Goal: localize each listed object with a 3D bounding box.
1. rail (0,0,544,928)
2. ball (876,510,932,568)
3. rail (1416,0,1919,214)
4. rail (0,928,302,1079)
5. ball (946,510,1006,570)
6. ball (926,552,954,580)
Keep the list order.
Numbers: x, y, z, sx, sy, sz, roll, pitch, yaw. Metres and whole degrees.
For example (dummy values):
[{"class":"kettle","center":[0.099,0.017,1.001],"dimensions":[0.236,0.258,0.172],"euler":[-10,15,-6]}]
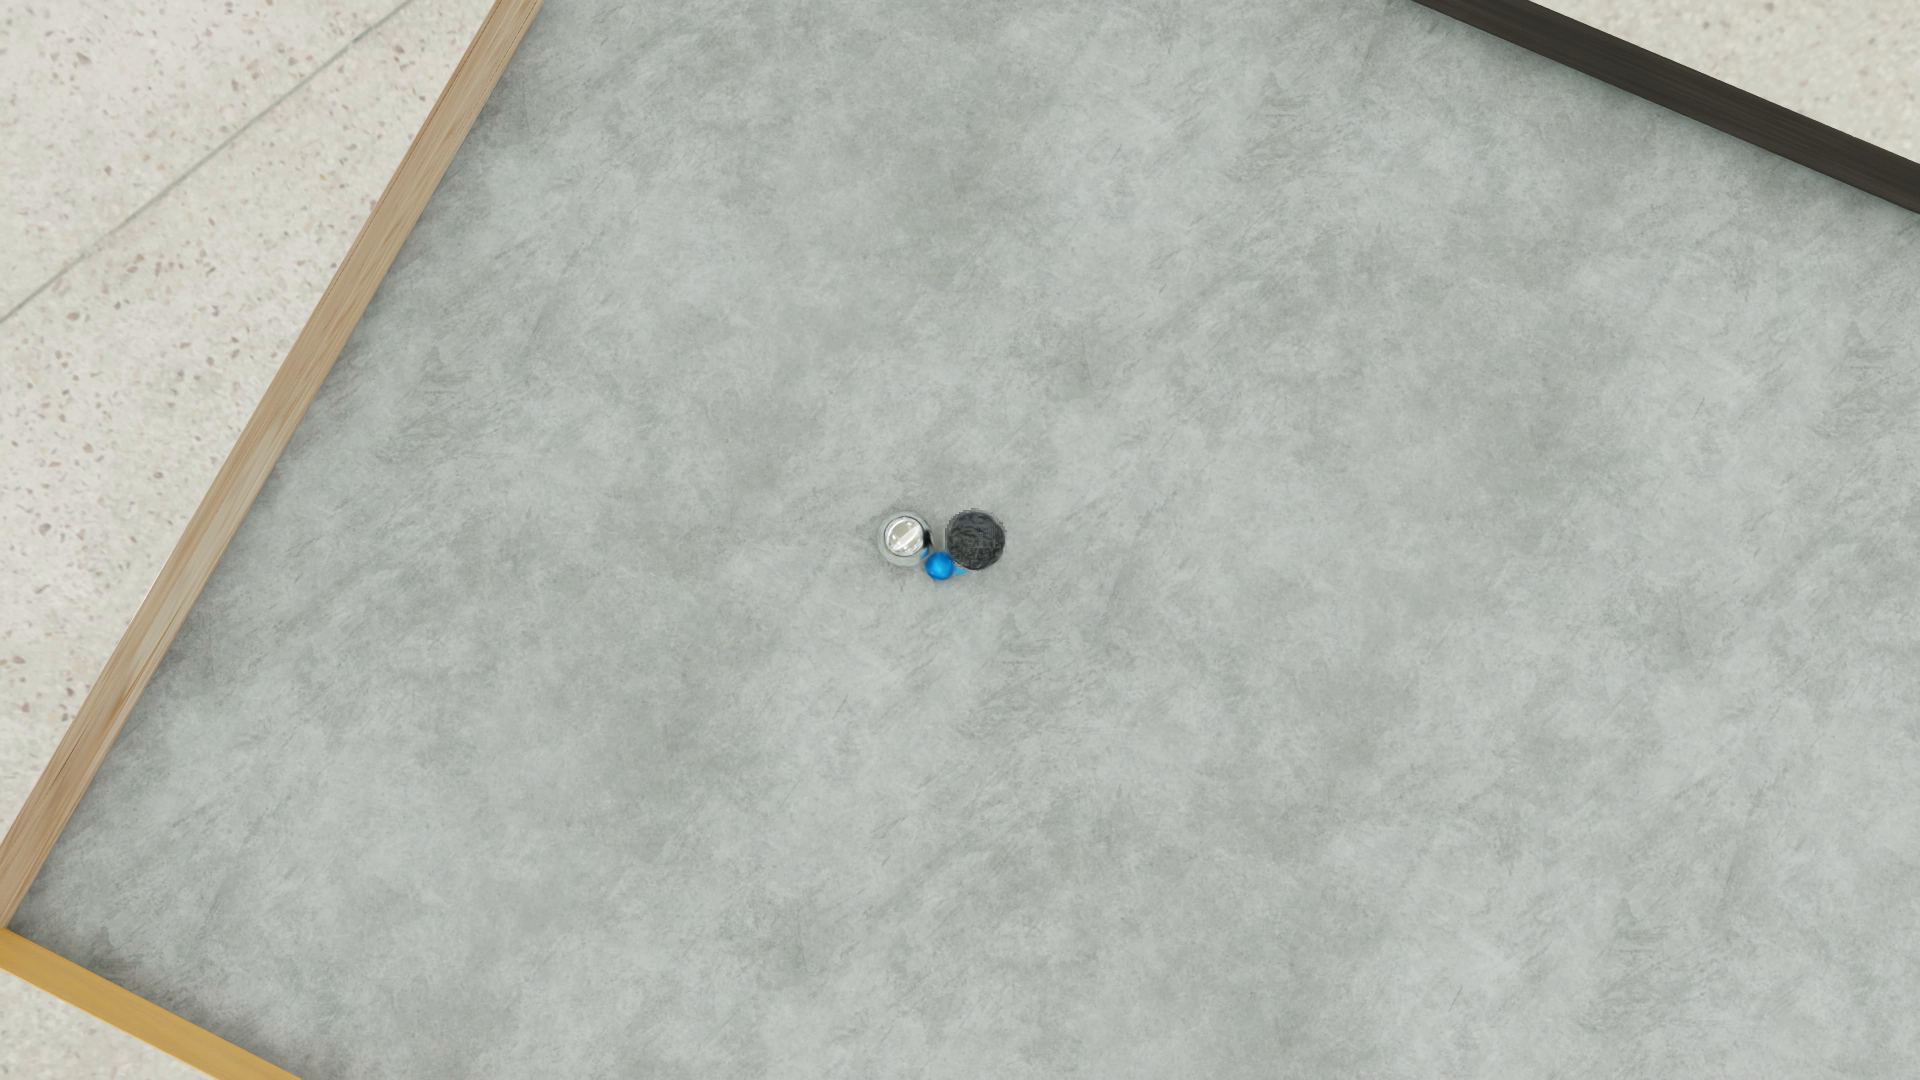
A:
[{"class":"rail","center":[-0.914,-0.429,3.431],"dimensions":[0.045,0.116,2.335],"euler":[25,77,6]},{"class":"ball","center":[-0.084,-0.001,3.336],"dimensions":[0.085,0.085,0.085],"euler":[0,75,0]},{"class":"rail","center":[1.428,-0.573,3.469],"dimensions":[4.146,0.116,0.045],"euler":[25,77,6]},{"class":"rail","center":[0.443,1.423,2.945],"dimensions":[4.146,0.116,0.045],"euler":[25,77,6]},{"class":"ball","center":[0.024,0.001,3.328],"dimensions":[0.090,0.090,0.090],"euler":[0,75,0]},{"class":"ball","center":[-0.031,0.040,3.346],"dimensions":[0.045,0.045,0.045],"euler":[0,75,0]}]
